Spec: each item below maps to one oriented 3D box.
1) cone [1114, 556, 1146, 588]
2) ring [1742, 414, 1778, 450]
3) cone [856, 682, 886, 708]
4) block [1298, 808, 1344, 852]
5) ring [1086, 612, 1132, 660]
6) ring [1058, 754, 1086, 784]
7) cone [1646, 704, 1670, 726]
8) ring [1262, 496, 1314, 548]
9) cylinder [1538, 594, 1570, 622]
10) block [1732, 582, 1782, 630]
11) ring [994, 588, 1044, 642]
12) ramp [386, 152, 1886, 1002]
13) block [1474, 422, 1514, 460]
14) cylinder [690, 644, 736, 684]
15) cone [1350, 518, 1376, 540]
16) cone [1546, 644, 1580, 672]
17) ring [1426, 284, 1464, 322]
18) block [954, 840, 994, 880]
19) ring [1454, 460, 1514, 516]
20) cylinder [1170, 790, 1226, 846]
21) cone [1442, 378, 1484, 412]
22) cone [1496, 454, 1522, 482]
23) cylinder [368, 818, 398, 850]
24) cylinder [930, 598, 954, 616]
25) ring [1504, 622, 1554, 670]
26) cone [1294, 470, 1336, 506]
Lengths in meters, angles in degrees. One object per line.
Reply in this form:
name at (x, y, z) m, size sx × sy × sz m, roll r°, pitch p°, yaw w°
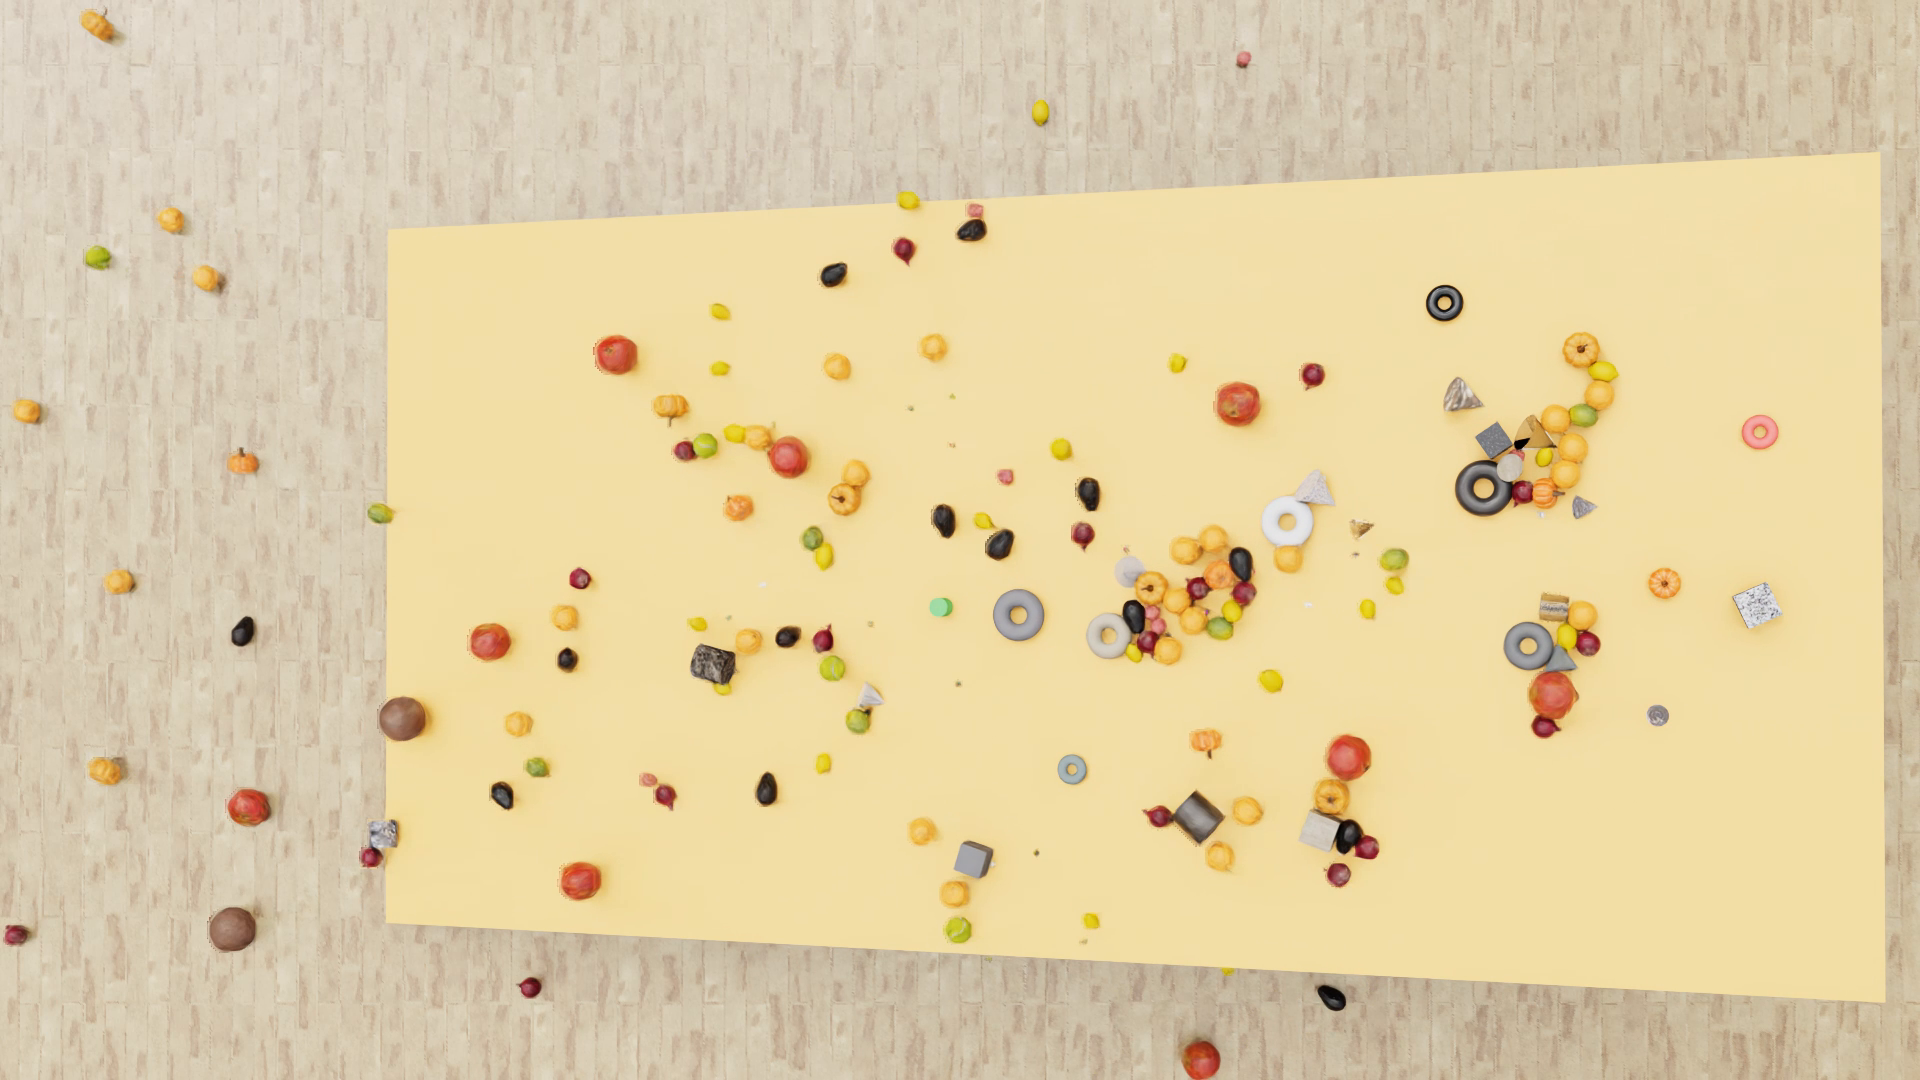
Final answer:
cone at (0.428, 0.083, 5.663) m, size 0.084 × 0.084 × 0.084 m, roll 0°, pitch 89°, yaw 17°
ring at (1.908, -0.257, 5.243) m, size 0.083 × 0.028 × 0.083 m, roll 0°, pitch 89°, yaw 19°
cone at (-0.228, 0.426, 5.886) m, size 0.075 × 0.075 × 0.075 m, roll 21°, pitch 89°, yaw -10°
block at (0.904, 0.728, 5.509) m, size 0.081 × 0.081 × 0.081 m, roll 21°, pitch 95°, yaw 16°
ring at (0.386, 0.249, 5.696) m, size 0.122 × 0.041 × 0.122 m, roll 0°, pitch 90°, yaw 16°
ring at (0.292, 0.598, 5.727) m, size 0.079 × 0.026 × 0.079 m, roll 0°, pitch 88°, yaw 18°
cone at (1.678, 0.424, 5.290) m, size 0.054 × 0.054 × 0.054 m, roll 0°, pitch 89°, yaw 17°
ring at (0.828, -0.045, 5.563) m, size 0.134 × 0.045 × 0.134 m, roll 0°, pitch 90°, yaw 17°
cylinder at (1.448, 0.166, 5.358) m, size 0.066 × 0.066 × 0.066 m, roll 5°, pitch 89°, yaw 17°
block at (1.890, 0.155, 5.213) m, size 0.083 × 0.083 × 0.083 m, roll -26°, pitch 82°, yaw 15°
ring at (0.154, 0.197, 5.766) m, size 0.139 × 0.046 × 0.139 m, roll 0°, pitch 90°, yaw 16°
ramp at (0.273, 0.094, 5.806) m, size 4.000 × 0.100 × 2.000 m, roll 0°, pitch 89°, yaw 17°
block at (1.313, -0.243, 5.405) m, size 0.066 × 0.066 × 0.066 m, roll -35°, pitch 80°, yaw 14°
cylinder at (-0.673, 0.339, 5.993) m, size 0.092 × 0.092 × 0.092 m, roll 14°, pitch 89°, yaw 17°
cone at (1.017, -0.032, 5.514) m, size 0.058 × 0.058 × 0.058 m, roll -13°, pitch 89°, yaw -10°
cone at (1.480, 0.303, 5.363) m, size 0.074 × 0.074 × 0.074 m, roll 22°, pitch 89°, yaw -11°
ring at (1.204, -0.588, 5.462) m, size 0.094 × 0.031 × 0.094 m, roll -1°, pitch 88°, yaw 17°
block at (0.037, 0.839, 5.777) m, size 0.073 × 0.073 × 0.073 m, roll 18°, pitch 94°, yaw 17°
ring at (1.291, -0.127, 5.421) m, size 0.141 × 0.047 × 0.141 m, roll 0°, pitch 90°, yaw 16°
cylinder at (0.605, 0.706, 5.591) m, size 0.099 × 0.099 × 0.099 m, roll 43°, pitch 89°, yaw 13°
cone at (1.258, -0.344, 5.437) m, size 0.091 × 0.091 × 0.091 m, roll 19°, pitch 89°, yaw -10°
cone at (1.364, -0.170, 5.390) m, size 0.069 × 0.069 × 0.069 m, roll -12°, pitch 71°, yaw 39°
cylinder at (-1.650, 0.841, 6.292) m, size 0.075 × 0.075 × 0.075 m, roll -11°, pitch 73°, yaw 0°
cylinder at (-0.050, 0.178, 5.825) m, size 0.051 × 0.051 × 0.051 m, roll 0°, pitch 89°, yaw 17°
ring at (1.393, 0.260, 5.387) m, size 0.120 × 0.040 × 0.120 m, roll 0°, pitch 89°, yaw 19°
cone at (0.912, -0.112, 5.538) m, size 0.096 × 0.096 × 0.096 m, roll 35°, pitch 89°, yaw -12°
